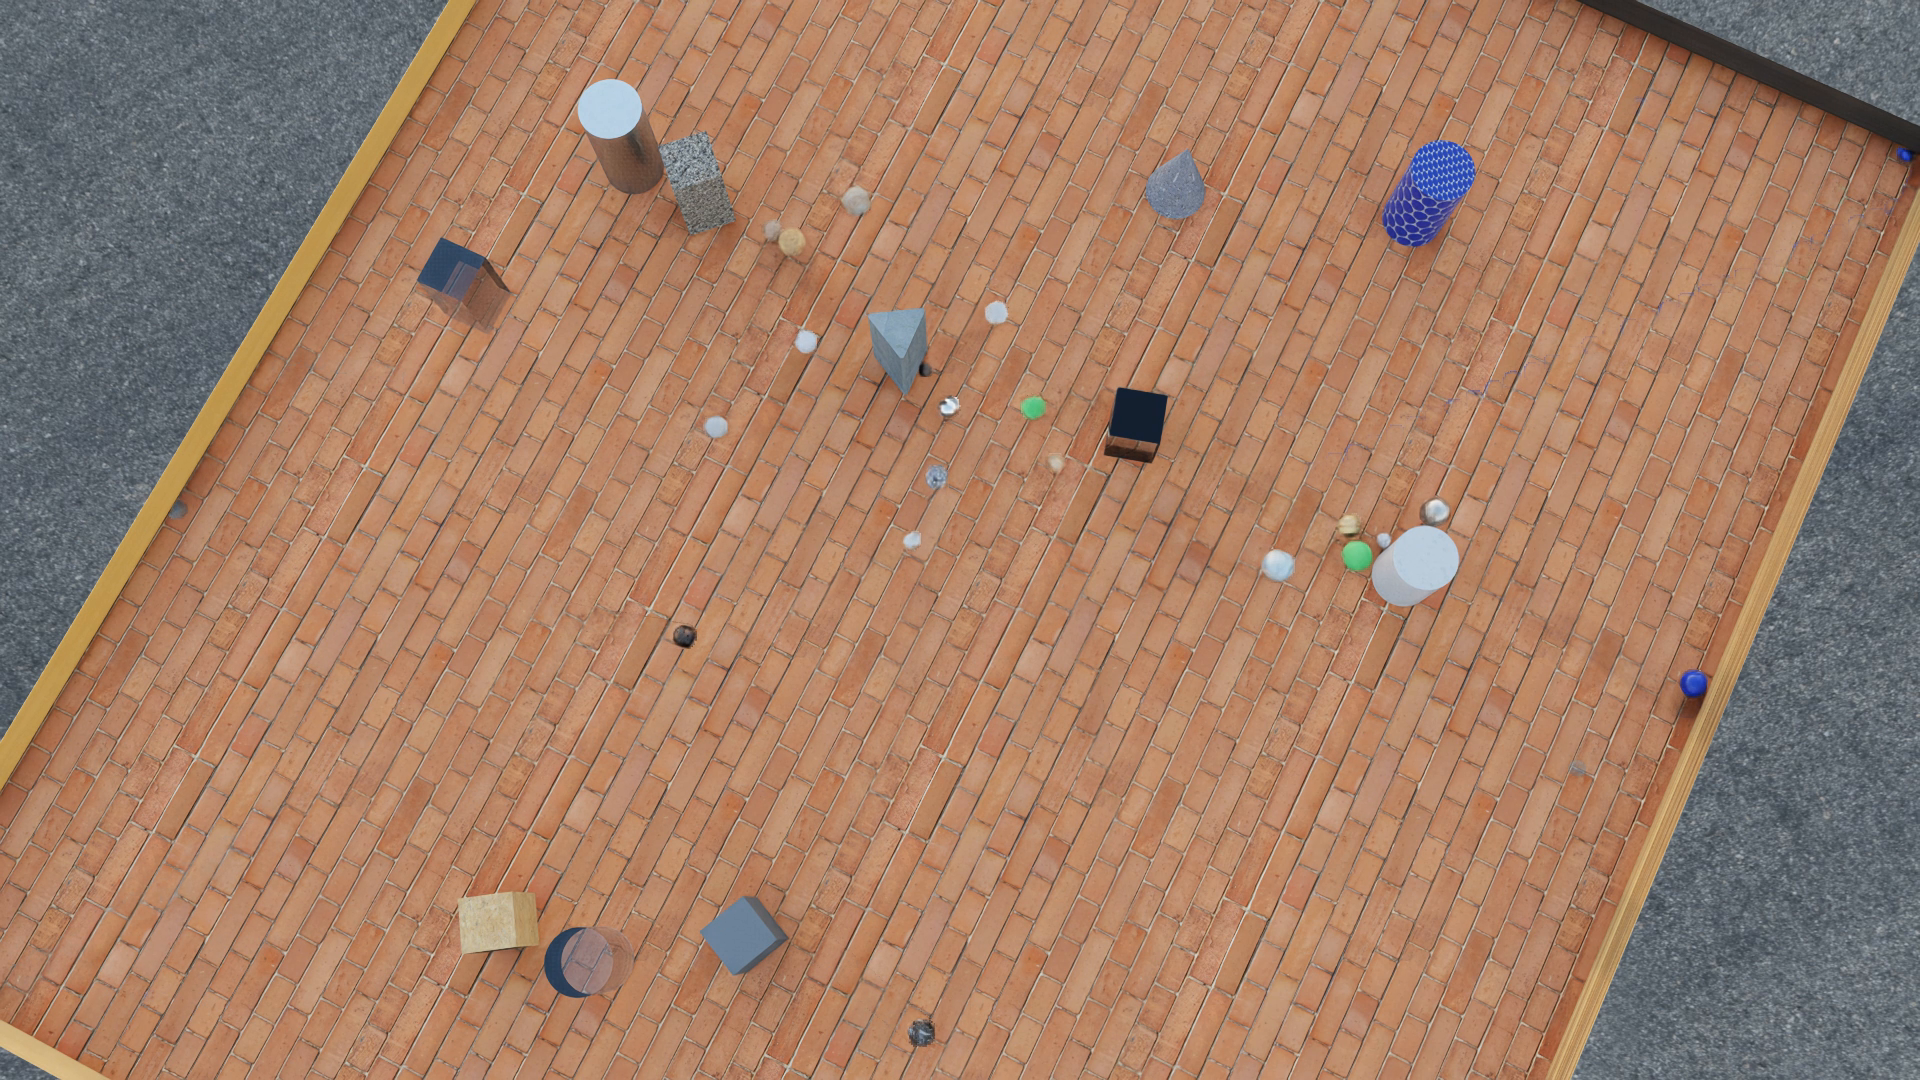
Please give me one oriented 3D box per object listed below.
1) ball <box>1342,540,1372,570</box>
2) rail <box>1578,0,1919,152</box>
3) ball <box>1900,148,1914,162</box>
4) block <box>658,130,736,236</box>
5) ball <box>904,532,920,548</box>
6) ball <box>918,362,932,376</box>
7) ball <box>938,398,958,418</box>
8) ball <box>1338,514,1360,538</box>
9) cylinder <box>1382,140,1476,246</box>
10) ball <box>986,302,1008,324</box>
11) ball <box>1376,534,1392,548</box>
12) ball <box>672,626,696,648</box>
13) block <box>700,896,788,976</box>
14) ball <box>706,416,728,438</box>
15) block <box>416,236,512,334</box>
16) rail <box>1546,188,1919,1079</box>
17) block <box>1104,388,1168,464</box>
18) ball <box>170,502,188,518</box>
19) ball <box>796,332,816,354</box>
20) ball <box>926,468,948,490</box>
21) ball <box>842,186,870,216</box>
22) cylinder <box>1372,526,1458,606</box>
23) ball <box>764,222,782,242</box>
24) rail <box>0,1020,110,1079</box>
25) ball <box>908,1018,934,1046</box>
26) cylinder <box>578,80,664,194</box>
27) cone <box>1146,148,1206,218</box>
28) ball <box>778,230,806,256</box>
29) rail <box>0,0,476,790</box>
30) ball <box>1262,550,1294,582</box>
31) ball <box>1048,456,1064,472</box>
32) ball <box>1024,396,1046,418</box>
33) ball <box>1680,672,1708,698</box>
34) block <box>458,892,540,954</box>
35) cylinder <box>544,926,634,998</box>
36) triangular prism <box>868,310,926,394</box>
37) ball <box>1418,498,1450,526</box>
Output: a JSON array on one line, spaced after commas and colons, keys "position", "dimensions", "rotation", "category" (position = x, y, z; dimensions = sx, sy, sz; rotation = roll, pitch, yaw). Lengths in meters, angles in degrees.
[{"position": [1.205, 0.046, 5.562], "dimensions": [0.088, 0.088, 0.088], "rotation": [0, 78, 0], "category": "ball"}, {"position": [1.122, -2.191, 6.006], "dimensions": [4.483, 0.123, 0.045], "rotation": [26, 80, 5], "category": "rail"}, {"position": [3.021, -1.230, 5.849], "dimensions": [0.042, 0.042, 0.042], "rotation": [0, 78, 0], "category": "ball"}, {"position": [-0.808, -1.097, 5.658], "dimensions": [0.152, 0.362, 0.152], "rotation": [-19, 79, -4], "category": "block"}, {"position": [-0.147, 0.002, 5.590], "dimensions": [0.051, 0.051, 0.051], "rotation": [0, 78, 0], "category": "ball"}, {"position": [-0.108, -0.532, 5.705], "dimensions": [0.042, 0.042, 0.042], "rotation": [0, 78, 0], "category": "ball"}, {"position": [-0.036, -0.408, 5.669], "dimensions": [0.063, 0.063, 0.063], "rotation": [0, 78, 0], "category": "ball"}, {"position": [1.187, -0.044, 5.590], "dimensions": [0.069, 0.069, 0.069], "rotation": [0, 78, 0], "category": "ball"}, {"position": [1.437, -1.061, 5.639], "dimensions": [0.190, 0.386, 0.190], "rotation": [0, 78, 0], "category": "cylinder"}, {"position": [0.113, -0.709, 5.727], "dimensions": [0.070, 0.070, 0.070], "rotation": [0, 78, 0], "category": "ball"}, {"position": [1.294, 0.002, 5.594], "dimensions": [0.044, 0.044, 0.044], "rotation": [0, 78, 0], "category": "ball"}, {"position": [-0.832, 0.290, 5.522], "dimensions": [0.067, 0.067, 0.067], "rotation": [0, 78, 0], "category": "ball"}, {"position": [-0.608, 1.121, 5.201], "dimensions": [0.152, 0.360, 0.152], "rotation": [-39, 81, -7], "category": "block"}, {"position": [-0.750, -0.349, 5.654], "dimensions": [0.068, 0.068, 0.068], "rotation": [0, 78, 0], "category": "ball"}, {"position": [-1.515, -0.775, 5.614], "dimensions": [0.152, 0.319, 0.152], "rotation": [25, 79, 5], "category": "block"}, {"position": [1.984, 0.978, 5.350], "dimensions": [0.045, 0.123, 5.066], "rotation": [26, 80, 5], "category": "rail"}, {"position": [0.532, -0.347, 5.567], "dimensions": [0.152, 0.237, 0.152], "rotation": [10, 78, 2], "category": "block"}, {"position": [-2.392, -0.093, 5.609], "dimensions": [0.051, 0.051, 0.051], "rotation": [0, 78, 0], "category": "ball"}, {"position": [-0.481, -0.615, 5.710], "dimensions": [0.066, 0.066, 0.066], "rotation": [0, 78, 0], "category": "ball"}, {"position": [-0.072, -0.189, 5.621], "dimensions": [0.068, 0.068, 0.068], "rotation": [0, 78, 0], "category": "ball"}, {"position": [-0.327, -1.072, 5.794], "dimensions": [0.088, 0.088, 0.088], "rotation": [0, 78, 0], "category": "ball"}, {"position": [1.352, 0.081, 5.454], "dimensions": [0.190, 0.285, 0.190], "rotation": [0, 78, 0], "category": "cylinder"}, {"position": [-0.590, -0.974, 5.787], "dimensions": [0.060, 0.060, 0.060], "rotation": [0, 78, 0], "category": "ball"}, {"position": [-1.122, 2.205, 5.096], "dimensions": [4.483, 0.123, 0.045], "rotation": [26, 80, 5], "category": "rail"}, {"position": [-0.113, 1.419, 5.284], "dimensions": [0.075, 0.075, 0.075], "rotation": [0, 78, 0], "category": "ball"}, {"position": [-1.041, -1.238, 5.655], "dimensions": [0.190, 0.426, 0.190], "rotation": [0, 78, 0], "category": "cylinder"}, {"position": [0.688, -1.147, 5.684], "dimensions": [0.190, 0.332, 0.190], "rotation": [0, 78, 0], "category": "cone"}, {"position": [-0.528, -0.936, 5.767], "dimensions": [0.084, 0.084, 0.084], "rotation": [0, 78, 0], "category": "ball"}, {"position": [-1.984, -0.965, 5.752], "dimensions": [0.045, 0.123, 5.066], "rotation": [26, 80, 5], "category": "rail"}, {"position": [0.962, 0.077, 5.552], "dimensions": [0.095, 0.095, 0.095], "rotation": [0, 78, 0], "category": "ball"}, {"position": [0.296, -0.234, 5.637], "dimensions": [0.054, 0.054, 0.054], "rotation": [0, 78, 0], "category": "ball"}, {"position": [0.231, -0.410, 5.666], "dimensions": [0.070, 0.070, 0.070], "rotation": [0, 78, 0], "category": "ball"}, {"position": [2.197, 0.433, 5.487], "dimensions": [0.078, 0.078, 0.078], "rotation": [0, 78, 0], "category": "ball"}, {"position": [-1.318, 1.095, 5.245], "dimensions": [0.152, 0.283, 0.152], "rotation": [-7, 78, -2], "category": "block"}, {"position": [-1.047, 1.194, 5.197], "dimensions": [0.190, 0.337, 0.190], "rotation": [0, 78, 0], "category": "cylinder"}, {"position": [-0.161, -0.596, 5.544], "dimensions": [0.143, 0.383, 0.165], "rotation": [-36, 81, -7], "category": "triangular prism"}, {"position": [1.446, -0.085, 5.588], "dimensions": [0.089, 0.089, 0.089], "rotation": [0, 78, 0], "category": "ball"}]
